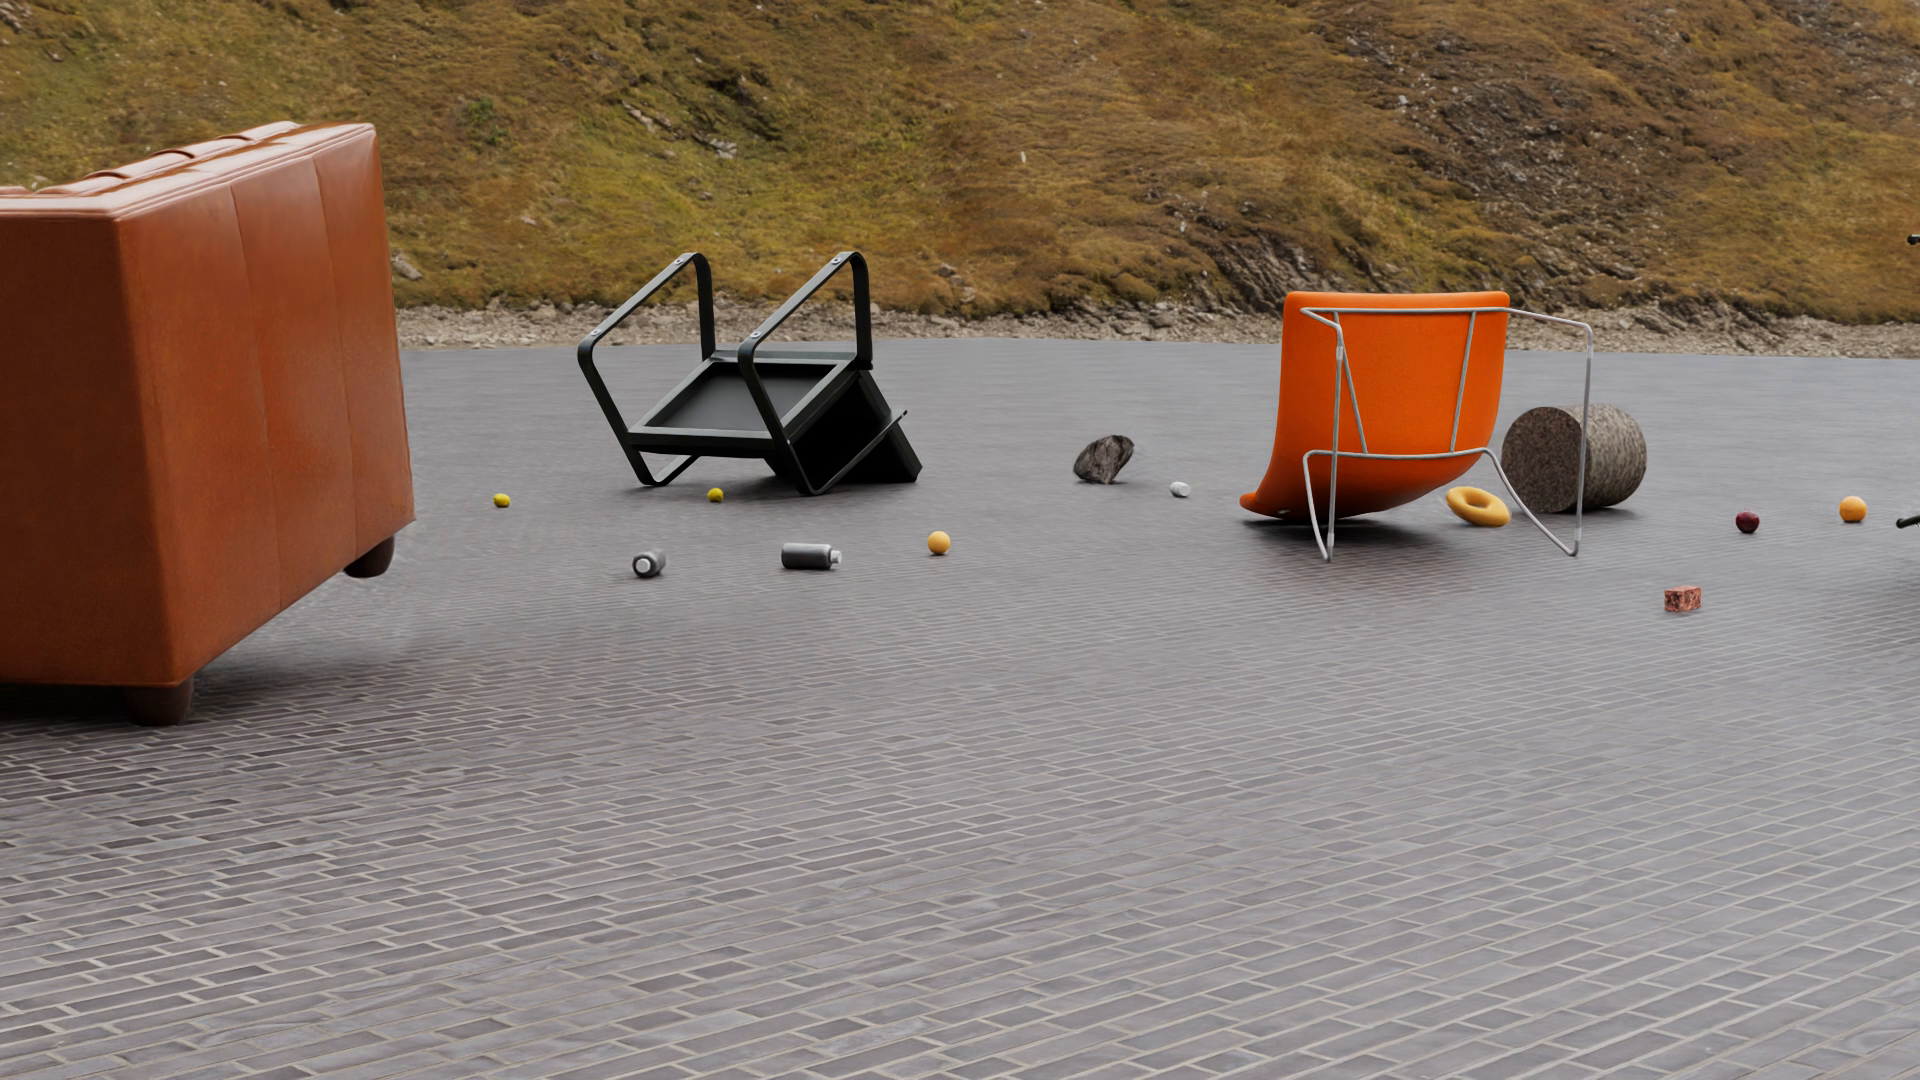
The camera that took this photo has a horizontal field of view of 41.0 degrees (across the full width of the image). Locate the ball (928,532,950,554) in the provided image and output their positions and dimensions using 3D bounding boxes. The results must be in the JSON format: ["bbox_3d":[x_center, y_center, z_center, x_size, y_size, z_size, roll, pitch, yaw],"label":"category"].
[{"bbox_3d":[-0.050,0.006,6.084,0.055,0.055,0.055,0,6,0],"label":"ball"}]

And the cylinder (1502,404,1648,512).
[{"bbox_3d":[1.730,-0.233,7.228,0.278,0.296,0.297,-6,31,-43],"label":"cylinder"}]

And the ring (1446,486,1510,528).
[{"bbox_3d":[1.372,-0.087,6.798,0.095,0.057,0.213,-38,38,-18],"label":"ring"}]

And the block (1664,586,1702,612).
[{"bbox_3d":[1.432,0.116,5.083,0.034,0.041,0.091,5,8,41],"label":"block"}]

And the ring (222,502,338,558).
[{"bbox_3d":[-1.624,-0.023,6.137,0.266,0.104,0.413,-1,7,-5],"label":"ring"}]
